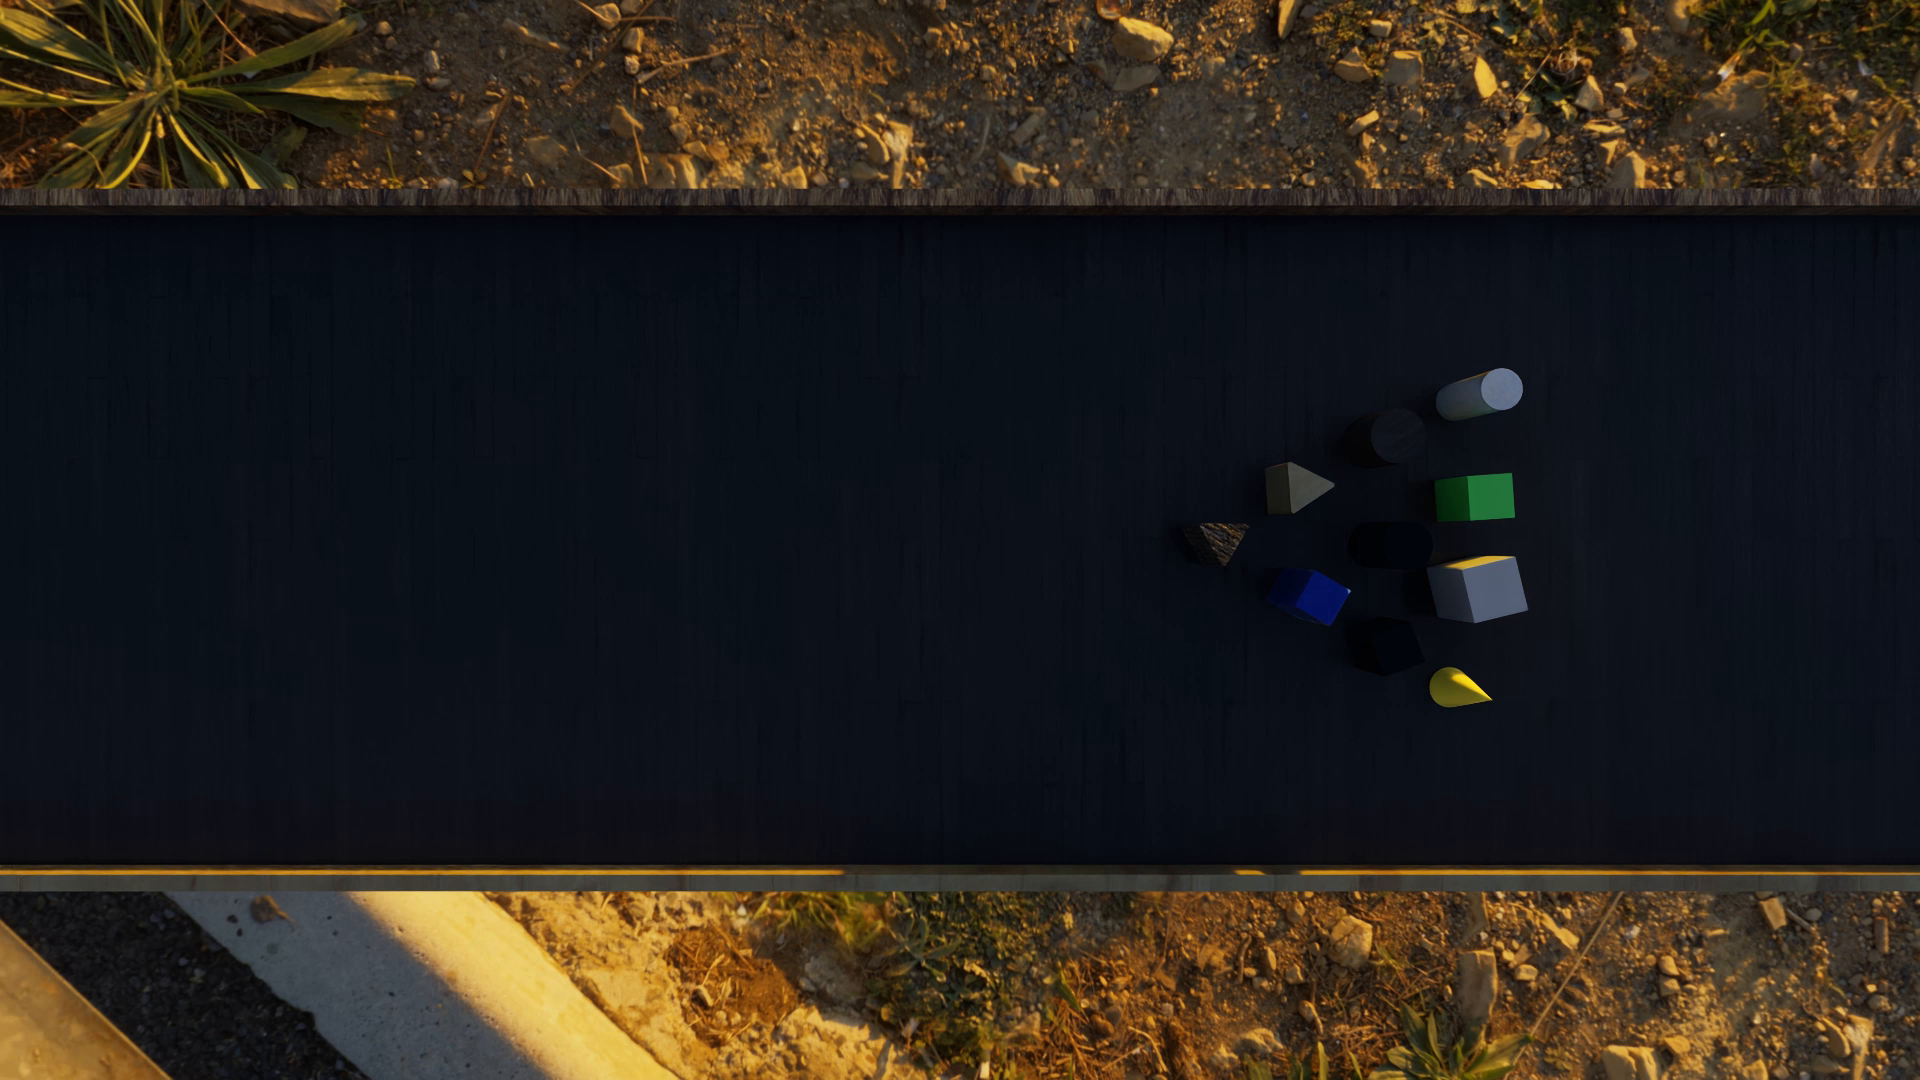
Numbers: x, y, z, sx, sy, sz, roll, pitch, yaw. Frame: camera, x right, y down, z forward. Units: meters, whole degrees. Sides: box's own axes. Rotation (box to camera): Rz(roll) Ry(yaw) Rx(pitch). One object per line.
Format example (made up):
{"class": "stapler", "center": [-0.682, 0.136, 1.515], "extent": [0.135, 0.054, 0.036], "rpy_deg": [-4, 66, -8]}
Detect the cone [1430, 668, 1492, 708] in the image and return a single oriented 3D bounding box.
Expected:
{"class": "cone", "center": [1.507, 0.453, 4.871], "extent": [0.125, 0.411, 0.125], "rpy_deg": [0, 90, 0]}

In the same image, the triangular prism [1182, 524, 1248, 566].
{"class": "triangular prism", "center": [0.732, -0.014, 4.876], "extent": [0.119, 0.400, 0.138], "rpy_deg": [31, 90, 0]}

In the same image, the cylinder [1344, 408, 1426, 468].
{"class": "cylinder", "center": [1.260, -0.300, 4.908], "extent": [0.160, 0.337, 0.160], "rpy_deg": [0, 90, 0]}

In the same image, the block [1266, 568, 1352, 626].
{"class": "block", "center": [1.018, 0.164, 4.850], "extent": [0.116, 0.453, 0.116], "rpy_deg": [30, 90, 0]}

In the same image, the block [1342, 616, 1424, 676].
{"class": "block", "center": [1.255, 0.314, 4.902], "extent": [0.123, 0.348, 0.123], "rpy_deg": [-20, 90, 0]}

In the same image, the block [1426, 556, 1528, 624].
{"class": "block", "center": [1.530, 0.143, 4.896], "extent": [0.158, 0.362, 0.158], "rpy_deg": [-14, 90, 0]}

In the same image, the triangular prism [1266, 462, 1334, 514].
{"class": "triangular prism", "center": [0.977, -0.170, 4.898], "extent": [0.146, 0.356, 0.126], "rpy_deg": [-34, 90, 0]}

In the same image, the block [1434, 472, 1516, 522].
{"class": "block", "center": [1.529, -0.124, 4.911], "extent": [0.129, 0.331, 0.129], "rpy_deg": [-4, 90, 0]}

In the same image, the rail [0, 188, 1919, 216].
{"class": "rail", "center": [-2.247, -1.025, 5.002], "extent": [12.000, 0.150, 0.050], "rpy_deg": [0, 90, 0]}

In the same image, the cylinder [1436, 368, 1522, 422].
{"class": "cylinder", "center": [1.523, -0.424, 4.855], "extent": [0.118, 0.442, 0.118], "rpy_deg": [0, 90, 0]}

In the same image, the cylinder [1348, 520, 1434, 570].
{"class": "cylinder", "center": [1.266, 0.015, 4.868], "extent": [0.141, 0.418, 0.141], "rpy_deg": [0, 90, 0]}

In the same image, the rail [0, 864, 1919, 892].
{"class": "rail", "center": [-2.247, 1.025, 5.001], "extent": [12.000, 0.150, 0.050], "rpy_deg": [0, 90, 0]}
